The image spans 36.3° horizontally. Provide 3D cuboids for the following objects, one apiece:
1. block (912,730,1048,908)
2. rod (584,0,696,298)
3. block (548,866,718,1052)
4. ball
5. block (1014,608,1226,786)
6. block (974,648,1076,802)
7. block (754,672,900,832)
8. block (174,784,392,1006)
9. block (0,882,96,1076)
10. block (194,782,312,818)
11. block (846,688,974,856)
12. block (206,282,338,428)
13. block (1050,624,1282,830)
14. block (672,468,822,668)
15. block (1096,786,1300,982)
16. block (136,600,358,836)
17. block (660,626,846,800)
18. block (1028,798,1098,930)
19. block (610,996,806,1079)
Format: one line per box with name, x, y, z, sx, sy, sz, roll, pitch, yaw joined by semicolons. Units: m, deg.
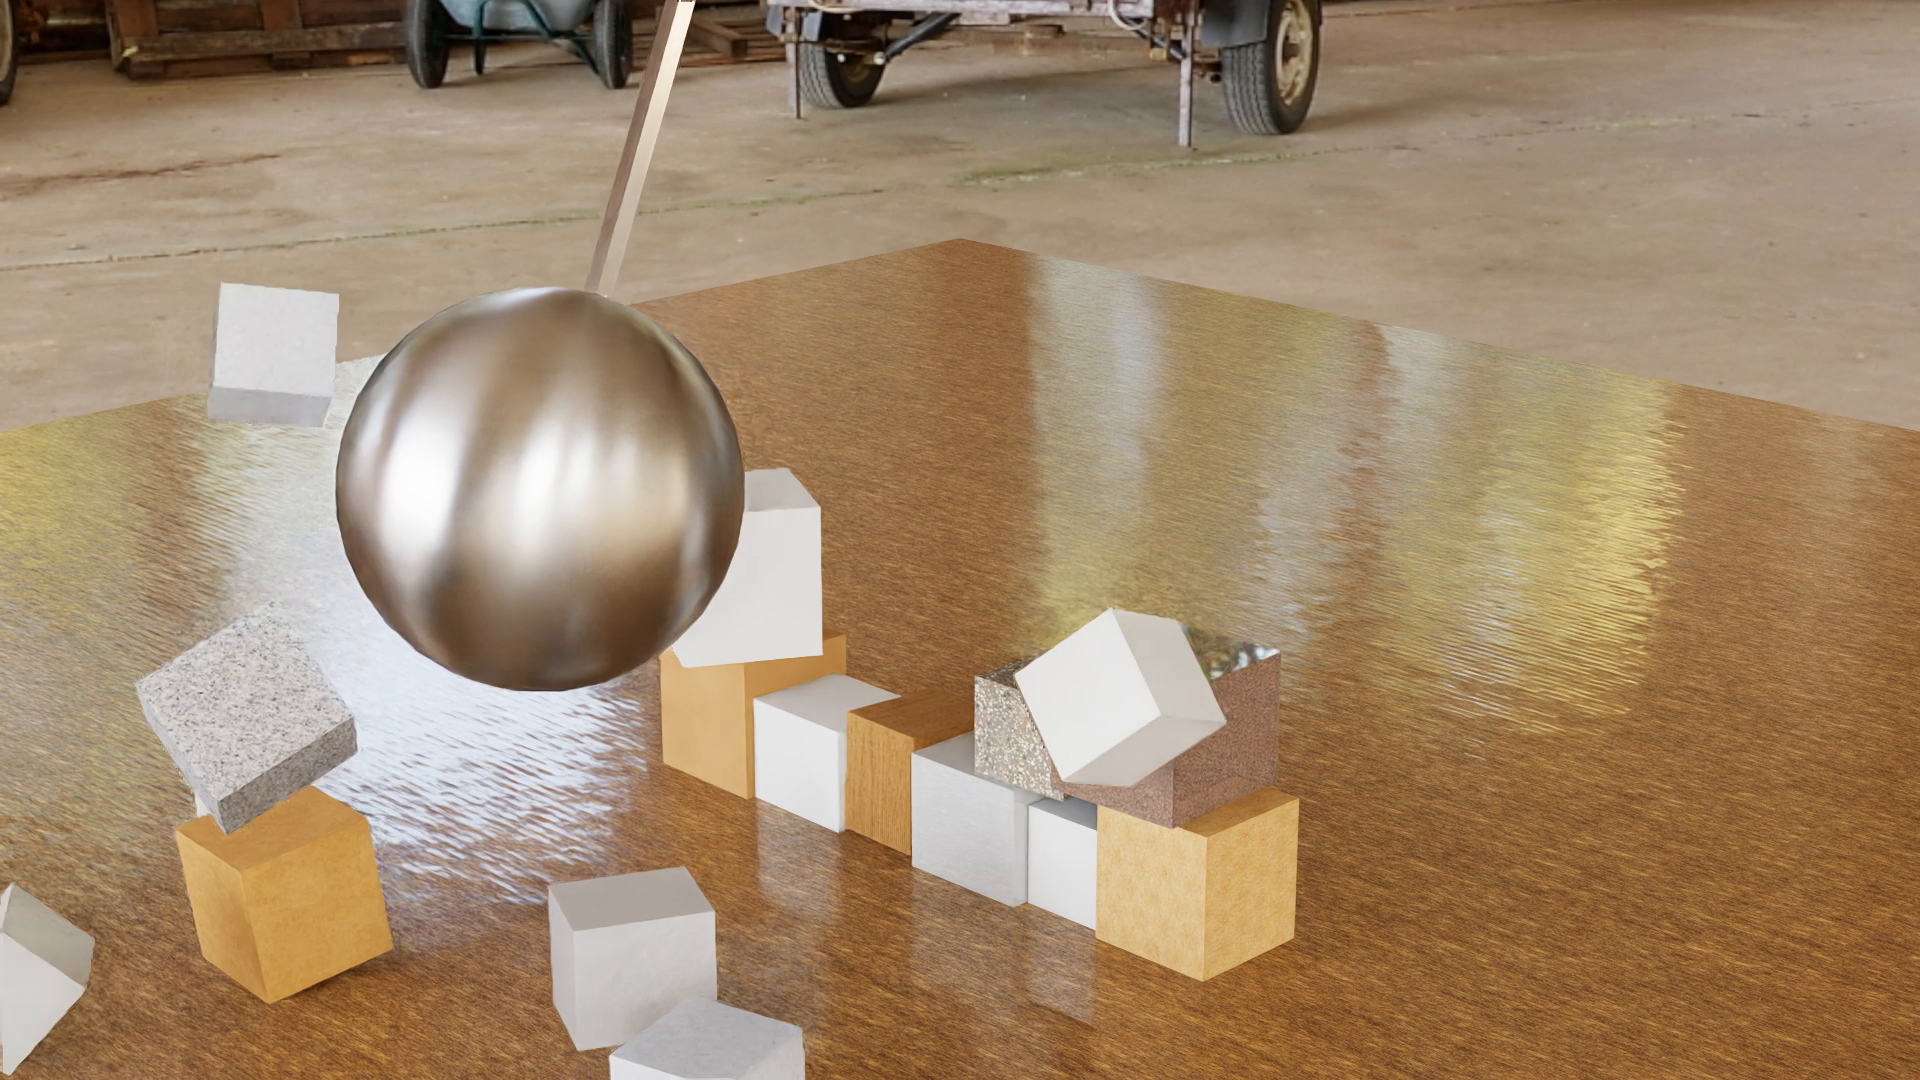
block;0.234;1.240;13.465;0.639;0.560;0.652;-17;24;-42
rod;-0.714;-3.467;11.504;0.080;5.200;0.080;17;1;42
block;-1.343;1.710;12.023;0.581;0.528;0.476;-6;18;-19
ball;-1.647;-0.198;11.553;1.600;1.600;1.600;0;17;0
block;0.653;0.645;11.919;0.522;0.491;0.529;-36;-25;26
block;0.428;0.821;13.105;0.527;0.456;0.495;16;23;41
block;-0.592;1.023;14.235;0.541;0.512;0.619;-16;23;-41
block;-2.873;1.482;12.462;0.594;0.629;0.603;-23;27;-35
block;-3.793;1.752;11.718;0.408;0.477;0.463;40;6;-20
block;-3.412;1.088;14.124;0.522;0.420;0.512;-8;19;-10
block;-0.182;1.091;13.869;0.539;0.582;0.467;-13;21;-41
block;-2.725;-0.726;11.617;0.452;0.420;0.464;5;-15;-17
block;0.887;0.780;12.659;0.674;0.601;0.726;15;23;41
block;-1.094;0.127;14.361;0.686;0.751;0.702;-5;18;-15
block;1.026;1.424;12.712;0.611;0.661;0.616;-17;24;-42
block;-2.558;0.643;10.555;0.560;0.526;0.455;-34;-12;-19
block;-1.030;0.794;14.654;0.652;0.698;0.663;-16;23;-41
block;0.653;1.395;13.120;0.531;0.471;0.454;-17;24;-42
block;-0.918;2.079;10.806;0.503;0.527;0.505;11;24;30
